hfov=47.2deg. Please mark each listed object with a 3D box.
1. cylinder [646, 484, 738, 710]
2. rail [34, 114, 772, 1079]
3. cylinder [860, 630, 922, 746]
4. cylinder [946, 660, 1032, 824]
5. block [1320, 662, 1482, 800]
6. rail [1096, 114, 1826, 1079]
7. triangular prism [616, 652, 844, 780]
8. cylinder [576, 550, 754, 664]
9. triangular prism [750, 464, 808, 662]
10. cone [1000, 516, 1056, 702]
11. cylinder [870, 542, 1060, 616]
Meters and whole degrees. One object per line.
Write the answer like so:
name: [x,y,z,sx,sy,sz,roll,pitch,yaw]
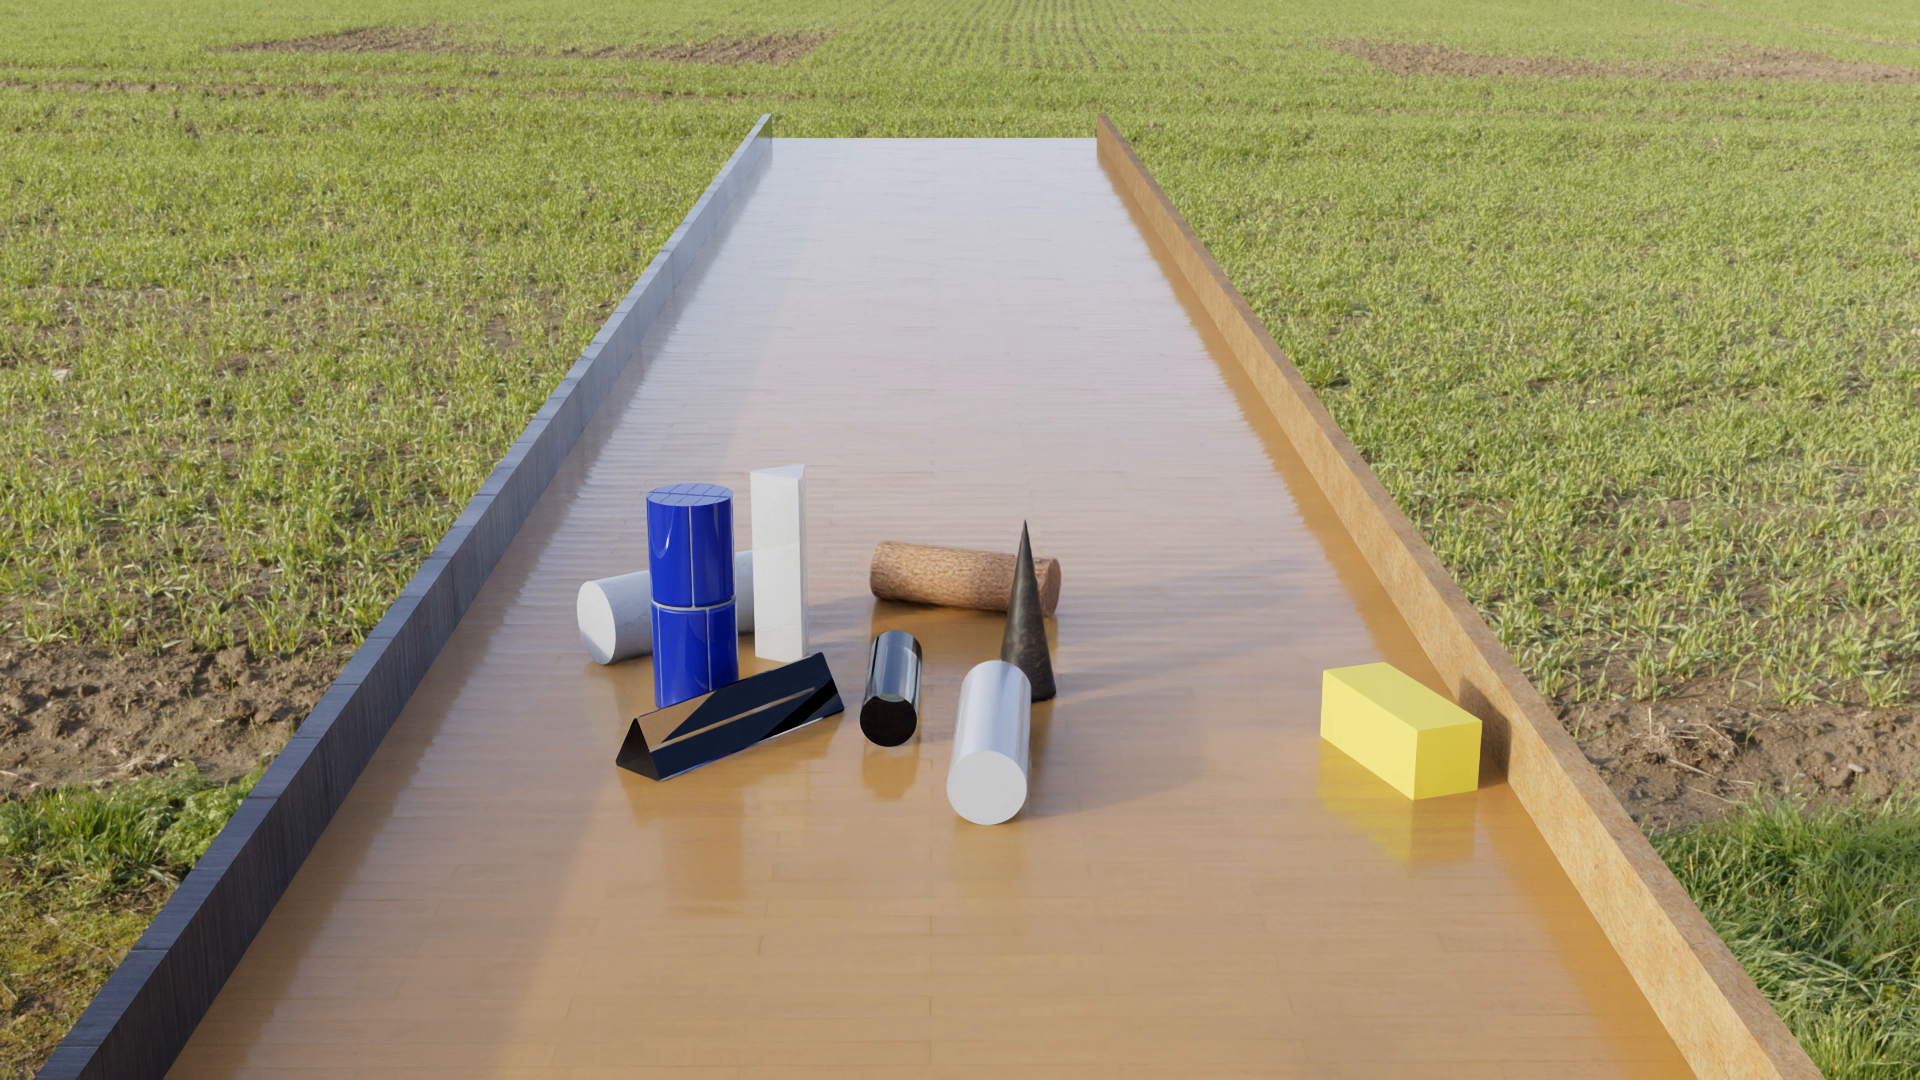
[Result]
cylinder: [-0.500,0.112,4.129,0.160,0.410,0.160,0,17,0]
rail: [-1.118,-0.838,7.780,0.050,0.150,12.000,0,17,-1]
cylinder: [-0.127,0.274,4.122,0.103,0.103,0.349,0,17,1]
cylinder: [0.055,0.346,3.833,0.132,0.132,0.440,1,17,3]
block: [0.774,0.333,3.884,0.127,0.127,0.318,-6,18,-19]
rail: [0.932,-0.844,7.801,0.050,0.150,12.000,0,17,-1]
triangular prism: [-0.413,0.309,4.000,0.118,0.102,0.457,14,22,39]
cylinder: [-0.560,0.131,4.490,0.405,0.169,0.169,-12,20,-34]
triangular prism: [-0.337,0.045,4.400,0.117,0.385,0.102,9,19,28]
cone: [0.124,0.123,4.191,0.122,0.352,0.122,0,16,0]
cylinder: [0.011,0.084,4.731,0.393,0.123,0.123,6,18,19]
